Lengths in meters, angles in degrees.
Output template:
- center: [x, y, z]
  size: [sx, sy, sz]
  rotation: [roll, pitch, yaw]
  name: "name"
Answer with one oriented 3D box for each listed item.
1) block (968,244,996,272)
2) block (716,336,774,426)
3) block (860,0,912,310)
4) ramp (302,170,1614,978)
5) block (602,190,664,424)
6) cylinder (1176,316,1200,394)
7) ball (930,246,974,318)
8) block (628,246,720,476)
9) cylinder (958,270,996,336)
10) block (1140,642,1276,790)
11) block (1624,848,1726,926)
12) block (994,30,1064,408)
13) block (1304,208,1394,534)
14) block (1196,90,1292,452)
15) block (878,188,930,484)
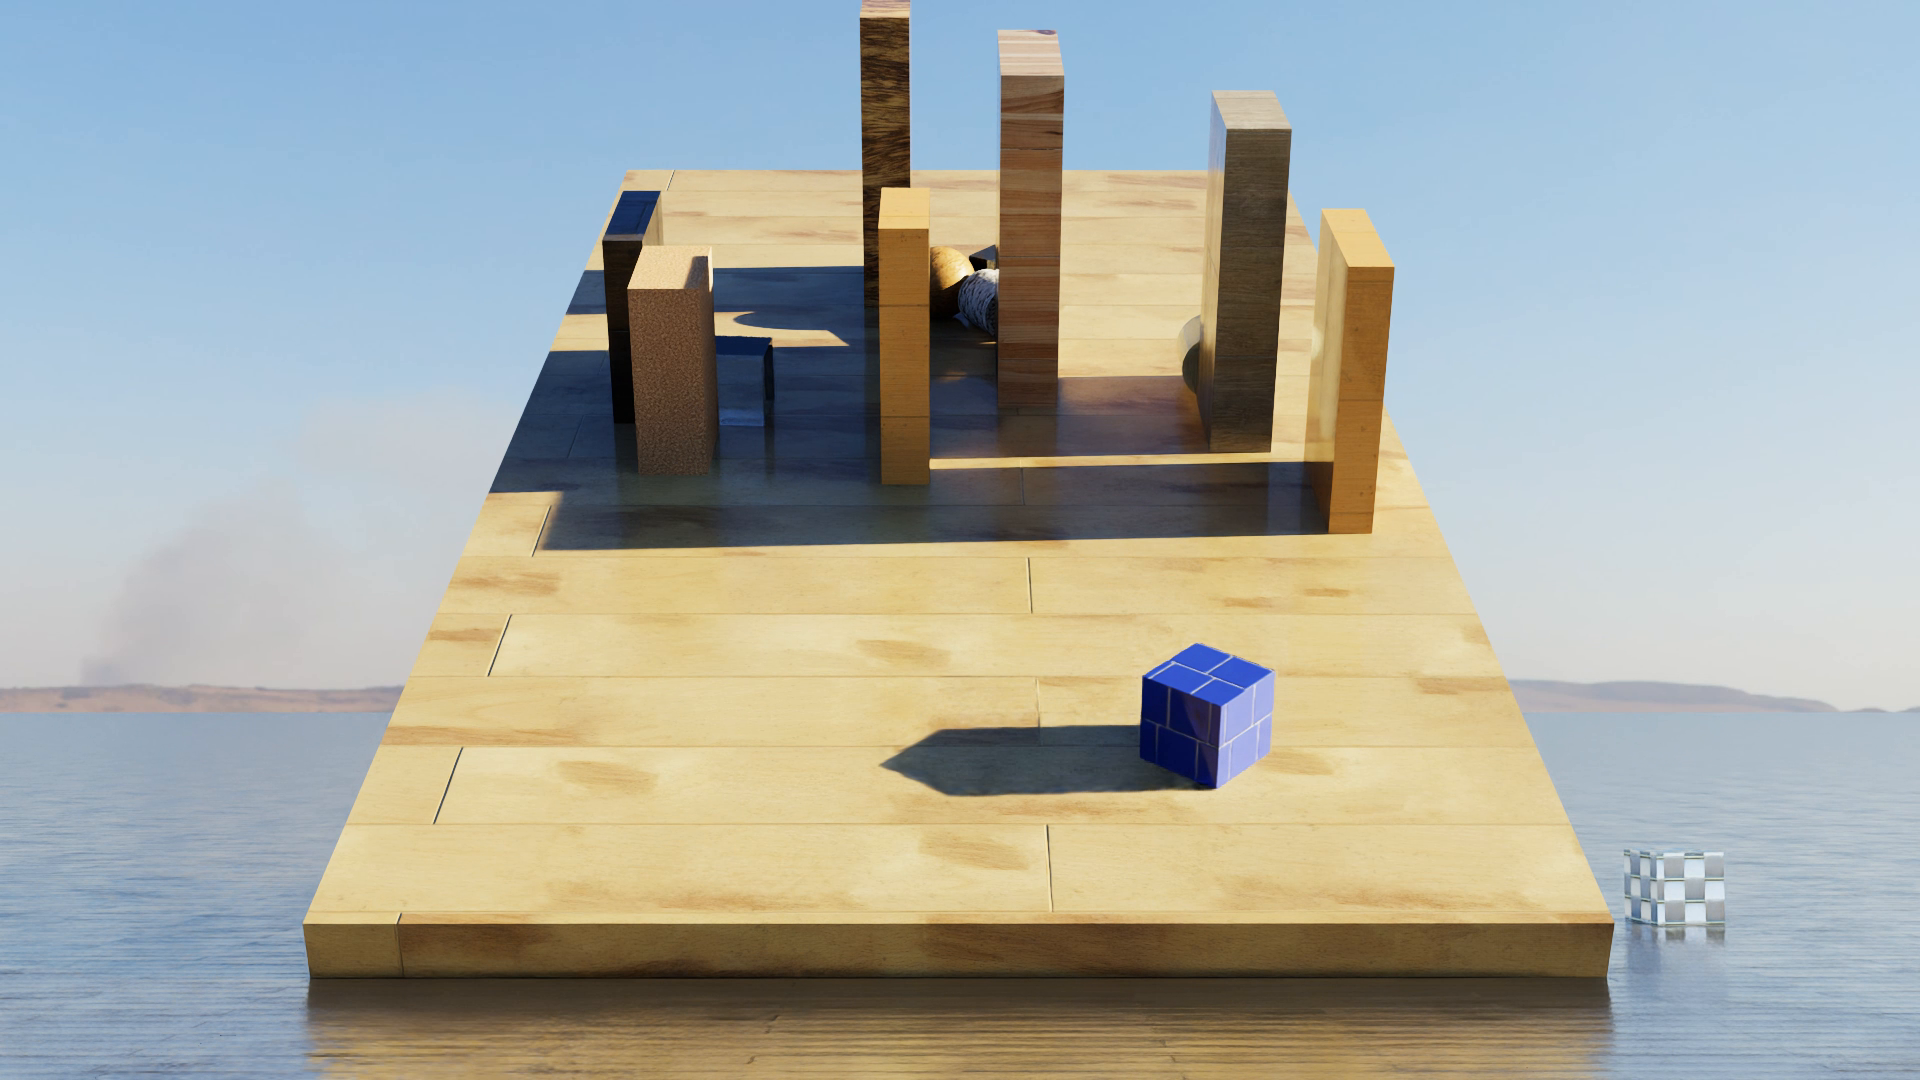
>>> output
- center: [0.122, -0.669, 6.049]
  size: [0.143, 0.143, 0.143]
  rotation: [17, 30, 32]
  name: "block"
- center: [-0.519, -0.367, 5.393]
  size: [0.158, 0.158, 0.158]
  rotation: [2, 25, 4]
  name: "block"
- center: [-0.186, -1.011, 6.055]
  size: [0.121, 0.754, 0.348]
  rotation: [0, 25, 0]
  name: "block"
- center: [-0.009, -0.229, 5.406]
  size: [2.000, 0.100, 4.000]
  rotation: [0, 25, 0]
  name: "ramp"
- center: [-0.747, -0.544, 5.440]
  size: [0.089, 0.436, 0.374]
  rotation: [0, 25, 0]
  name: "block"
- center: [0.597, -0.434, 5.539]
  size: [0.159, 0.159, 0.159]
  rotation: [0, 25, 0]
  name: "cylinder"
- center: [-0.050, -0.656, 5.973]
  size: [0.184, 0.184, 0.184]
  rotation: [0, -4, 0]
  name: "ball"
- center: [-0.623, -0.395, 5.137]
  size: [0.150, 0.427, 0.284]
  rotation: [0, 25, 0]
  name: "block"
- center: [0.091, -0.590, 5.883]
  size: [0.143, 0.143, 0.143]
  rotation: [2, 21, -32]
  name: "cylinder"
- center: [0.420, 0.298, 3.997]
  size: [0.161, 0.161, 0.161]
  rotation: [20, 32, 36]
  name: "block"
- center: [1.384, 0.672, 4.553]
  size: [0.138, 0.138, 0.138]
  rotation: [1, -4, -10]
  name: "block"
- center: [0.157, -0.752, 5.478]
  size: [0.138, 0.782, 0.426]
  rotation: [0, 25, 0]
  name: "block"
- center: [0.804, -0.354, 4.884]
  size: [0.090, 0.578, 0.374]
  rotation: [0, 25, 0]
  name: "block"
- center: [0.624, -0.594, 5.202]
  size: [0.136, 0.736, 0.311]
  rotation: [0, 25, 0]
  name: "block"
- center: [-0.117, -0.440, 5.064]
  size: [0.103, 0.574, 0.283]
  rotation: [0, 25, 0]
  name: "block"
